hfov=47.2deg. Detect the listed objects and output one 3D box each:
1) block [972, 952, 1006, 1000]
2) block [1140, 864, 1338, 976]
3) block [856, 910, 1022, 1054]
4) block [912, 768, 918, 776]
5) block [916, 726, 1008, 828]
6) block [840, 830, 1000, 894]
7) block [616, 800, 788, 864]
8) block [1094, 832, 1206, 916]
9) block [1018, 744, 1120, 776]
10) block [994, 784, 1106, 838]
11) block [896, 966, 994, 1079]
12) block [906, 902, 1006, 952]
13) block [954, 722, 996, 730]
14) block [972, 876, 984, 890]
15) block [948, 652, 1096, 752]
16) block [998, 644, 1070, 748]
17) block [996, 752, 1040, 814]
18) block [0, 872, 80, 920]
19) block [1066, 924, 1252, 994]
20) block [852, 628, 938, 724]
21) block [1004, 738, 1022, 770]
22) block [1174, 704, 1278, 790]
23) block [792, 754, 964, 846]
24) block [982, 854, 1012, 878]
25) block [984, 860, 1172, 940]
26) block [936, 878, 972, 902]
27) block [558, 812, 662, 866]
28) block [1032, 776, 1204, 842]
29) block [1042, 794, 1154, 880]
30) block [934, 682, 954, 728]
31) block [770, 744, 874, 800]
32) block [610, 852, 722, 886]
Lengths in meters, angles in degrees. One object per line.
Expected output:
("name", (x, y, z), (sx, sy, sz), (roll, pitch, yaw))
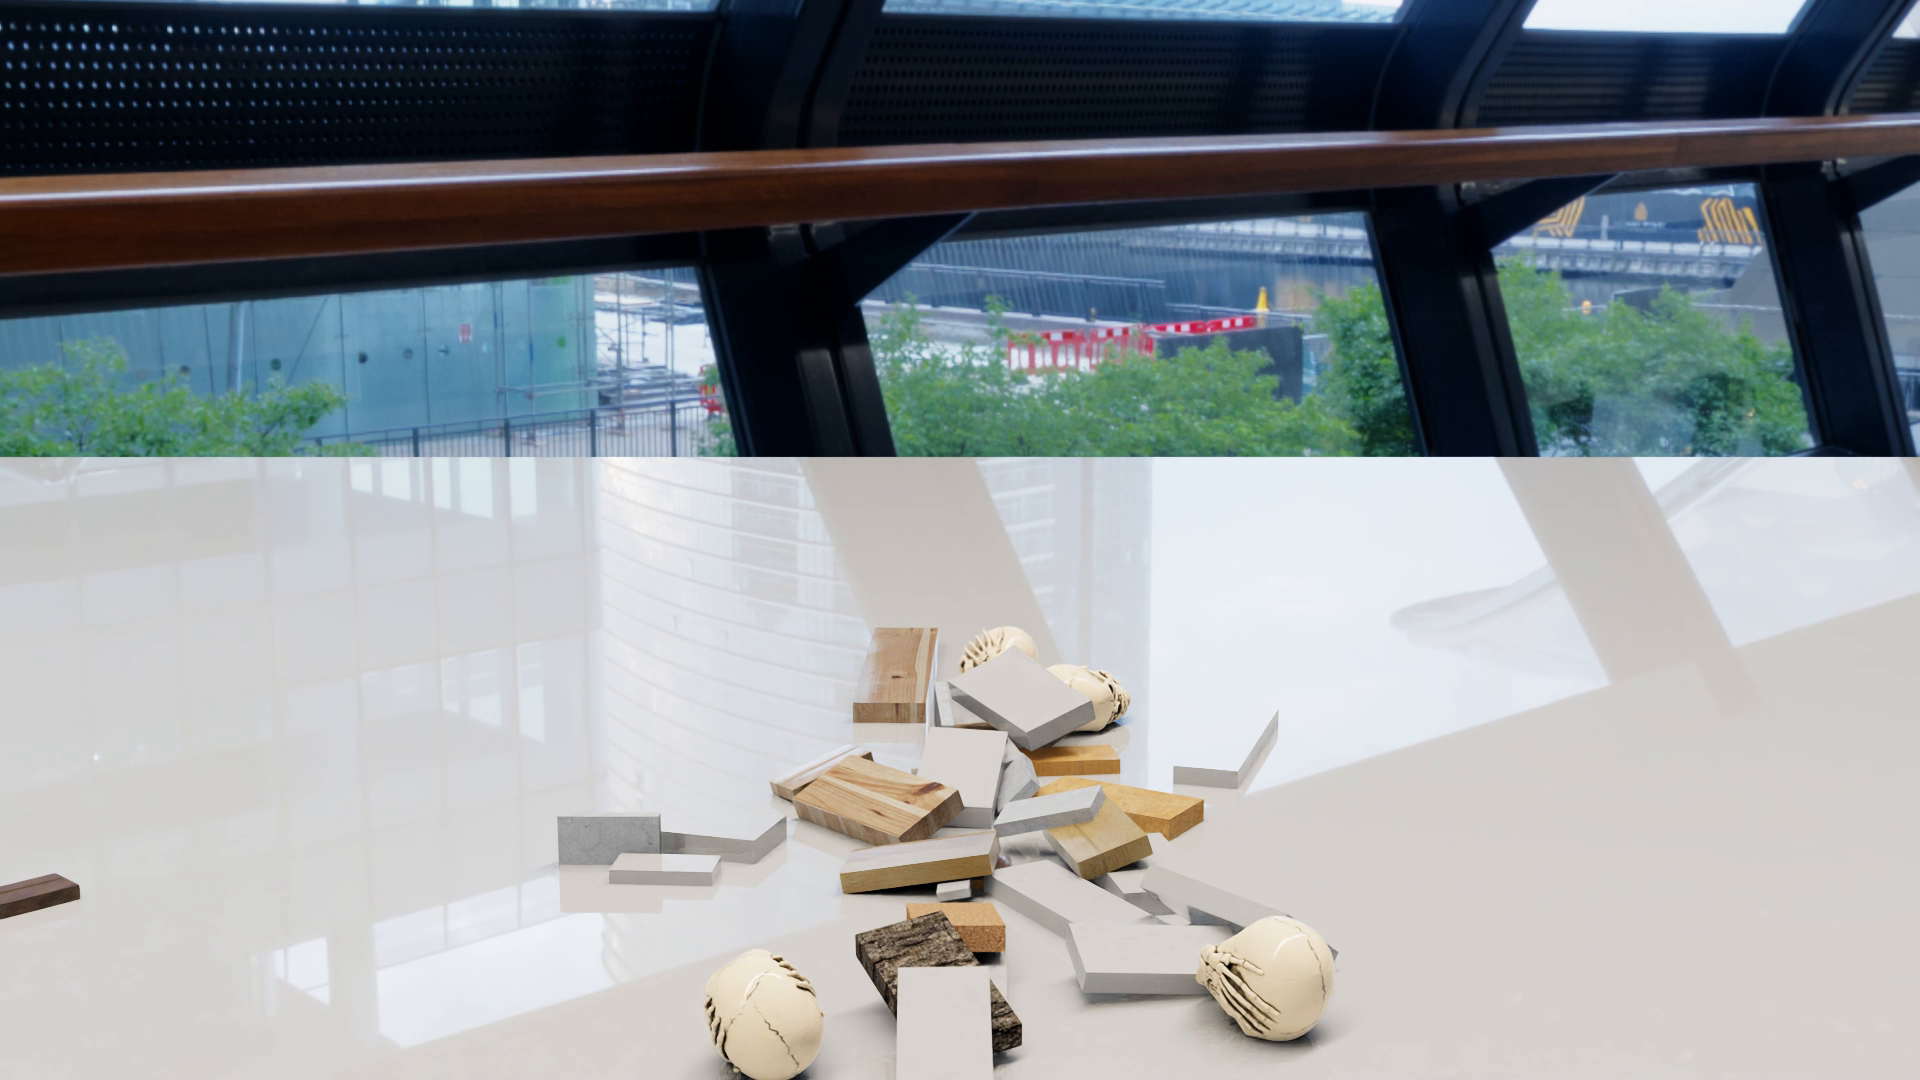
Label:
("block", (0.000, 0.655, 3.213), (0.136, 0.039, 0.273), (0, 11, 1))
("block", (0.426, 0.582, 3.381), (0.291, 0.041, 0.145), (13, -21, 50))
("block", (-0.033, 0.631, 3.091), (0.136, 0.039, 0.273), (-12, 31, -21))
("block", (-0.046, 0.476, 4.213), (0.091, 0.026, 0.182), (0, 11, -2))
("block", (0.000, 0.445, 4.149), (0.152, 0.043, 0.304), (3, 22, 6))
("block", (-0.066, 0.542, 3.705), (0.254, 0.036, 0.127), (-9, 9, 9))
("block", (-0.479, 0.520, 3.927), (0.304, 0.043, 0.152), (3, 11, 17))
("block", (0.308, 0.562, 3.707), (0.145, 0.041, 0.291), (-2, 11, -11))
("block", (0.207, 0.441, 4.390), (0.209, 0.030, 0.104), (-1, 11, -7))
("block", (0.157, 0.476, 3.856), (0.182, 0.026, 0.091), (-13, 14, 21))
("block", (-0.021, 0.667, 2.945), (0.126, 0.036, 0.252), (-1, 28, -1))
("block", (-0.009, 0.593, 3.375), (0.136, 0.039, 0.273), (0, -2, -4))
("block", (0.043, 0.414, 4.548), (0.088, 0.025, 0.175), (-3, 11, -16))
("block", (0.007, 0.569, 3.741), (0.054, 0.015, 0.109), (-2, 11, -12))
("block", (0.123, 0.325, 4.481), (0.157, 0.044, 0.314), (-24, 27, -23))
("block", (0.133, 0.335, 4.585), (0.157, 0.044, 0.314), (-36, 31, -12))
("block", (0.104, 0.463, 4.135), (0.025, 0.088, 0.175), (43, 5, -10))
("block", (-1.549, 0.589, 3.607), (0.088, 0.025, 0.176), (10, 14, 42))
("block", (0.294, 0.622, 3.264), (0.252, 0.036, 0.126), (3, 23, -11))
("block", (-0.142, 0.305, 5.082), (0.157, 0.044, 0.728), (0, 11, 1))
("block", (0.060, 0.432, 4.350), (0.104, 0.030, 0.209), (-19, 12, -7))
("block", (0.549, 0.418, 4.498), (0.127, 0.036, 0.492), (3, 11, 17))
("block", (-0.151, 0.479, 3.996), (0.152, 0.043, 0.304), (-36, 30, -33))
("block", (0.061, 0.558, 3.755), (0.054, 0.015, 0.109), (13, 7, -5))
("block", (0.203, 0.600, 3.516), (0.126, 0.036, 0.439), (-6, 12, -29))
("block", (-0.008, 0.569, 3.658), (0.054, 0.015, 0.109), (-10, 13, 5))
("block", (-0.608, 0.518, 3.816), (0.175, 0.088, 0.025), (0, 11, 0))
("block", (0.288, 0.495, 4.068), (0.291, 0.041, 0.145), (6, 12, 31))
("block", (0.230, 0.507, 3.769), (0.127, 0.036, 0.254), (-21, 14, -9))
("block", (-0.034, 0.380, 4.561), (0.025, 0.088, 0.351), (-1, 11, -3))
("block", (-0.265, 0.447, 4.228), (0.182, 0.026, 0.091), (-24, 18, -29))
("block", (-0.502, 0.562, 3.752), (0.175, 0.025, 0.088), (1, 11, 4))
